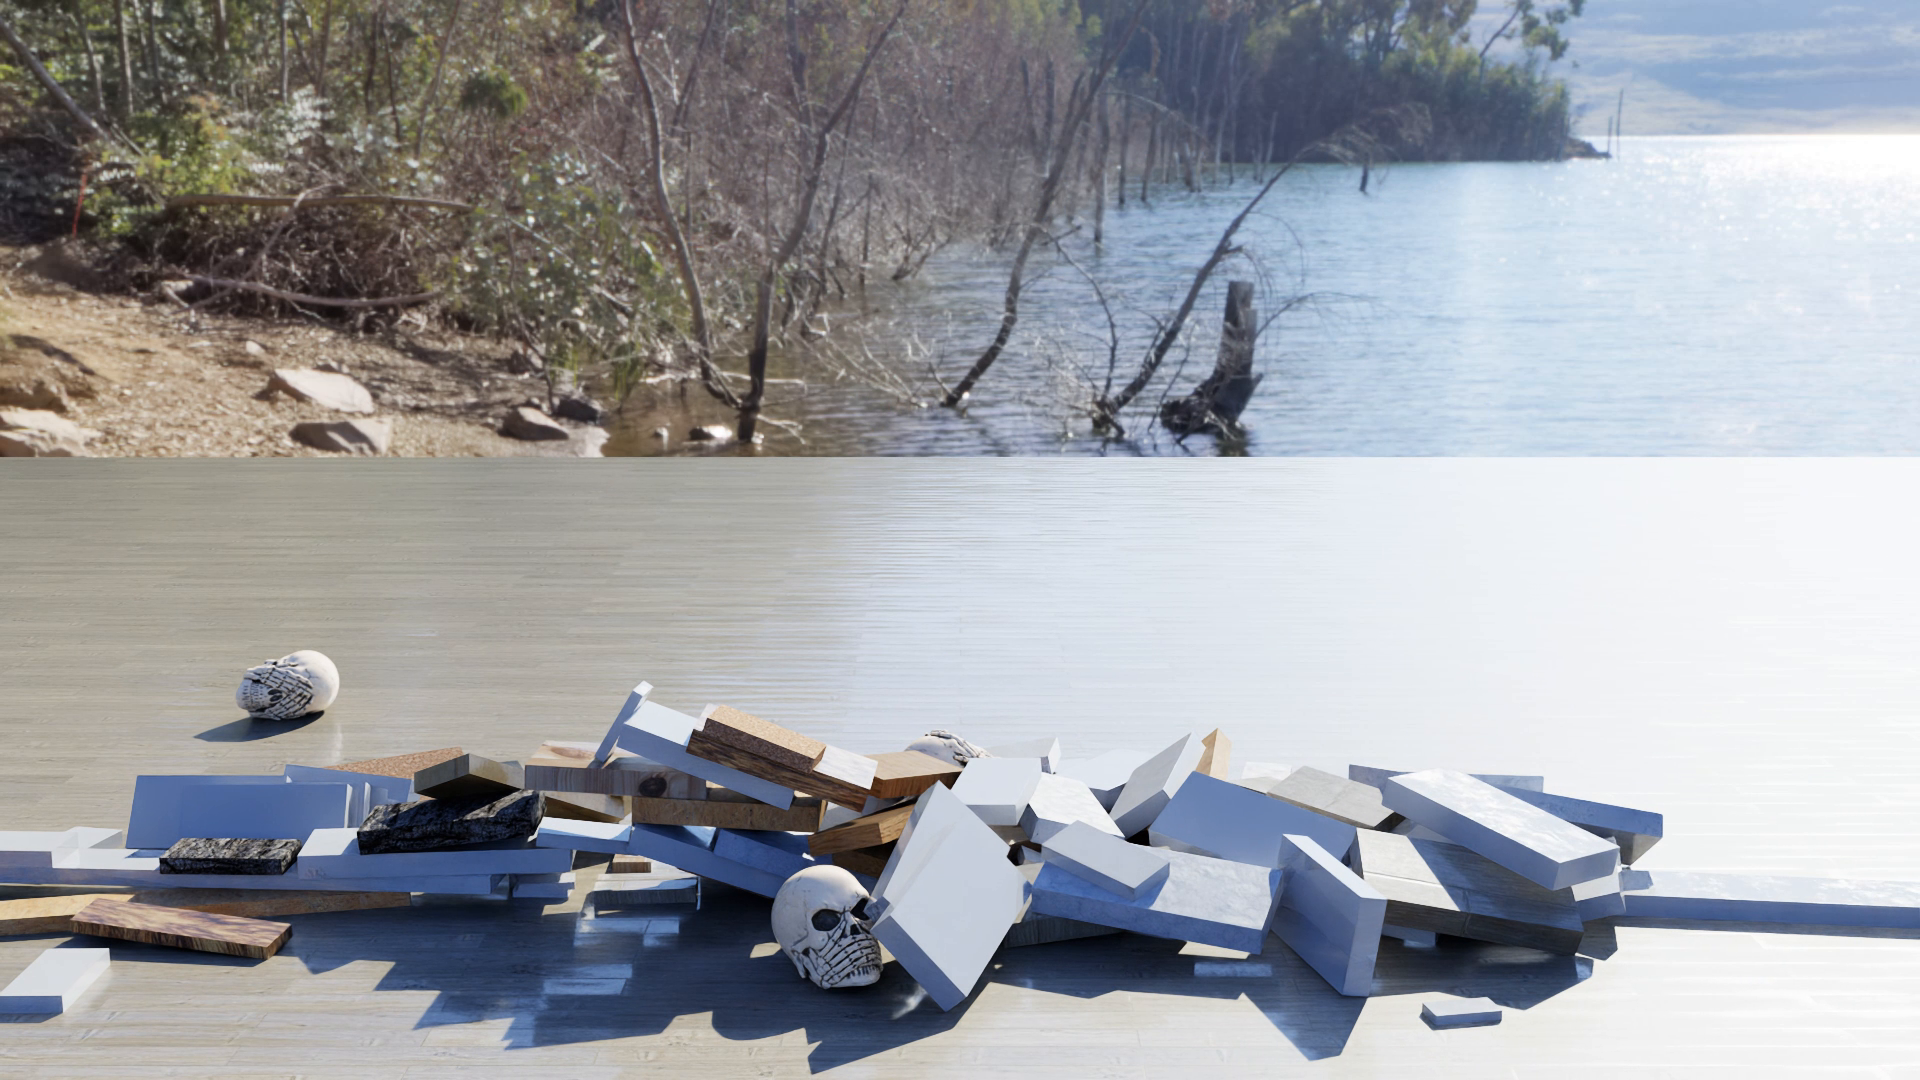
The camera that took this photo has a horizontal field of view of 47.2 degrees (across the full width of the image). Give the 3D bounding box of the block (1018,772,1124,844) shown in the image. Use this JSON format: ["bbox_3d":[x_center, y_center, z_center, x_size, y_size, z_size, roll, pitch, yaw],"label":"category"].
[{"bbox_3d":[0.171,0.472,3.831,0.155,0.044,0.311,14,8,-12],"label":"block"}]

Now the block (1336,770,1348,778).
[{"bbox_3d":[0.851,0.473,3.959,0.348,0.031,0.108,14,15,33],"label":"block"}]

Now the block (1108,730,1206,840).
[{"bbox_3d":[0.348,0.443,3.934,0.140,0.040,0.281,-36,3,23],"label":"block"}]

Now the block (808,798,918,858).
[{"bbox_3d":[-0.104,0.465,3.655,0.119,0.034,0.544,-13,-4,15],"label":"block"}]

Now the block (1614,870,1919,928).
[{"bbox_3d":[1.555,0.591,3.564,1.006,0.036,0.126,1,11,7],"label":"block"}]

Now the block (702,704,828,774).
[{"bbox_3d":[-0.311,0.316,3.506,0.184,0.026,0.092,21,12,5],"label":"block"}]

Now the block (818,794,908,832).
[{"bbox_3d":[-0.203,0.479,3.868,0.239,0.034,0.119,-24,-2,16],"label":"block"}]

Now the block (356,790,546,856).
[{"bbox_3d":[-0.837,0.464,3.636,0.283,0.040,0.141,-6,11,-1],"label":"block"}]

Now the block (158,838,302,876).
[{"bbox_3d":[-1.207,0.524,3.643,0.202,0.029,0.101,0,11,2],"label":"block"}]

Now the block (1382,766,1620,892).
[{"bbox_3d":[0.868,0.460,3.546,0.169,0.048,0.338,-4,21,-42],"label":"block"}]

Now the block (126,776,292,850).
[{"bbox_3d":[-1.323,0.485,3.881,0.266,0.133,0.038,0,-25,0],"label":"block"}]

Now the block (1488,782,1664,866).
[{"bbox_3d":[1.023,0.486,3.747,0.301,0.043,0.150,10,-27,-1],"label":"block"}]

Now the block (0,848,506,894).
[{"bbox_3d":[-1.197,0.550,3.664,0.869,0.029,0.101,1,11,4],"label":"block"}]

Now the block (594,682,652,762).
[{"bbox_3d":[-0.552,0.297,3.606,0.019,0.132,0.066,32,12,0],"label":"block"}]

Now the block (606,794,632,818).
[{"bbox_3d":[-0.624,0.476,3.974,0.076,0.022,0.152,5,-27,-31],"label":"block"}]

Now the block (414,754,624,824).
[{"bbox_3d":[-0.754,0.443,3.793,0.125,0.035,0.387,-20,-27,27],"label":"block"}]

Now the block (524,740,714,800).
[{"bbox_3d":[-0.553,0.378,3.627,0.296,0.042,0.148,3,10,2],"label":"block"}]

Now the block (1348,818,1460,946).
[{"bbox_3d":[0.737,0.533,3.584,0.169,0.048,0.338,8,27,25],"label":"block"}]

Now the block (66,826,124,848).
[{"bbox_3d":[-1.559,0.544,3.843,0.093,0.026,0.186,2,11,13],"label":"block"}]

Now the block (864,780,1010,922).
[{"bbox_3d":[-0.031,0.523,3.401,0.046,0.162,0.323,-42,9,29],"label":"block"}]

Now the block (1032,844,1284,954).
[{"bbox_3d":[0.309,0.549,3.437,0.362,0.046,0.162,8,28,17],"label":"block"}]

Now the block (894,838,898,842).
[{"bbox_3d":[-0.056,0.510,3.806,0.104,0.015,0.052,-12,15,-23],"label":"block"}]

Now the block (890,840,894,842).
[{"bbox_3d":[-0.007,0.517,3.868,0.267,0.038,0.134,-14,16,-30],"label":"block"}]

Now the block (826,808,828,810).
[{"bbox_3d":[-0.332,0.501,3.862,0.184,0.026,0.092,-24,-3,29],"label":"block"}]

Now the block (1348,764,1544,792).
[{"bbox_3d":[0.845,0.422,3.828,0.301,0.043,0.150,4,-2,-23],"label":"block"}]

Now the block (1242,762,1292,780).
[{"bbox_3d":[0.591,0.469,4.252,0.090,0.026,0.181,2,11,12],"label":"block"}]

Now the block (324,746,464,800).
[{"bbox_3d":[-1.044,0.464,4.055,0.284,0.040,0.142,-7,40,-27],"label":"block"}]

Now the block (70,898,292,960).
[{"bbox_3d":[-1.219,0.607,3.441,0.337,0.022,0.076,5,19,11],"label":"block"}]

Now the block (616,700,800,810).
[{"bbox_3d":[-0.398,0.350,3.588,0.296,0.042,0.148,20,12,3],"label":"block"}]

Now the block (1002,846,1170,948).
[{"bbox_3d":[0.204,0.568,3.509,0.310,0.044,0.155,-6,25,-10],"label":"block"}]

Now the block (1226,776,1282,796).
[{"bbox_3d":[0.619,0.473,3.856,0.290,0.041,0.145,13,7,40],"label":"block"}]

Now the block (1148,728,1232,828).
[{"bbox_3d":[0.417,0.441,3.965,0.140,0.040,0.361,-41,2,13],"label":"block"}]

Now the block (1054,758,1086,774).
[{"bbox_3d":[0.233,0.464,4.276,0.090,0.026,0.181,-4,11,-19],"label":"block"}]

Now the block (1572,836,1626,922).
[{"bbox_3d":[1.017,0.560,3.601,0.126,0.036,0.253,-16,8,18],"label":"block"}]

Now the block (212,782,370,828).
[{"bbox_3d":[-1.169,0.491,3.831,0.265,0.133,0.038,0,-18,-1],"label":"block"}]

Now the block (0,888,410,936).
[{"bbox_3d":[-1.443,0.601,3.538,1.084,0.026,0.093,-2,11,-12],"label":"block"}]
